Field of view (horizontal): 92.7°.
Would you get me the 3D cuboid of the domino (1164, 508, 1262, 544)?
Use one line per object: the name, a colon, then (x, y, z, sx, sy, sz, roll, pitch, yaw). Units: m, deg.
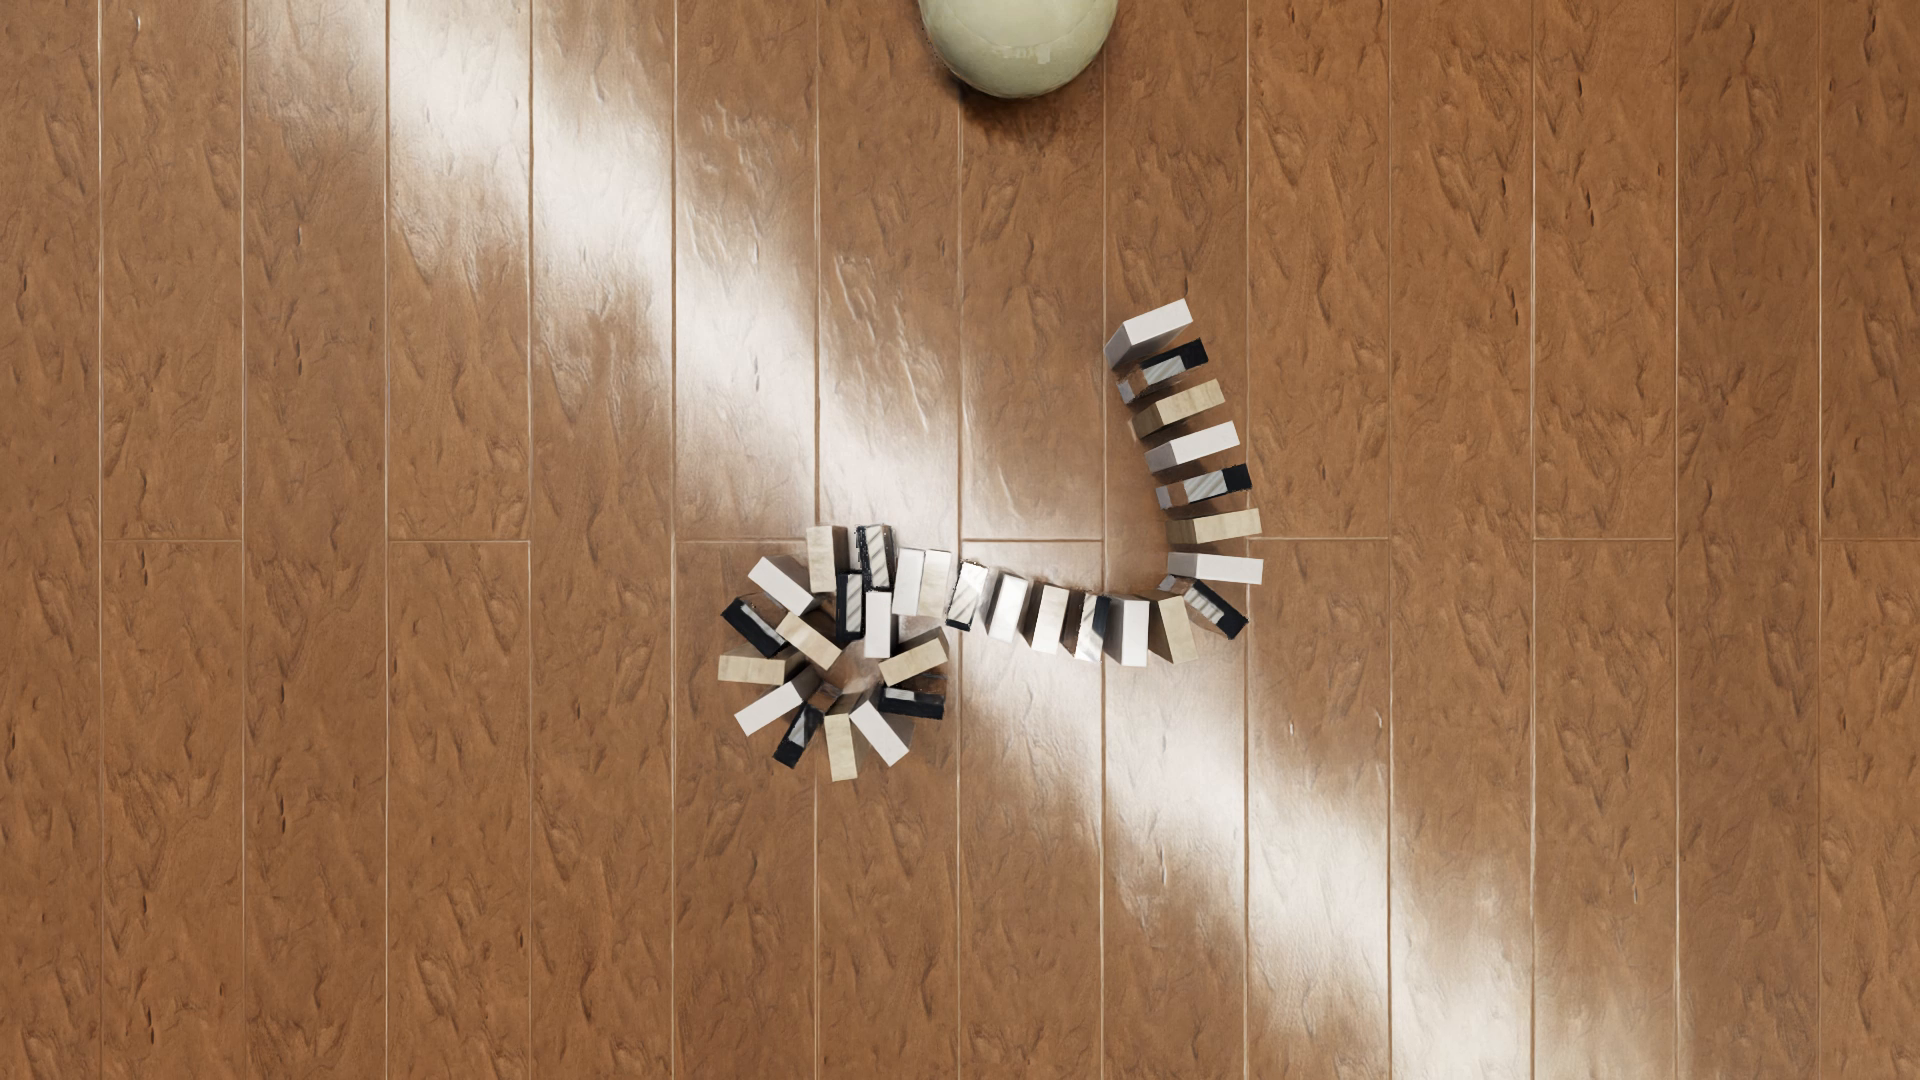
domino: (0.102, -0.005, 0.375, 0.025, 0.050, 0.009, -10, 90, 0)

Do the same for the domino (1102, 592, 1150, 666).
domino: (0.067, 0.036, 0.375, 0.010, 0.050, 0.025, 3, 90, 0)

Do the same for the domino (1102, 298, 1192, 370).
domino: (0.076, -0.083, 0.375, 0.025, 0.050, 0.009, -21, 90, 0)

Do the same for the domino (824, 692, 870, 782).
domino: (-0.046, 0.079, 0.375, 0.010, 0.050, 0.025, -8, 90, 0)

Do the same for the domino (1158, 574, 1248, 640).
domino: (0.098, 0.026, 0.375, 0.025, 0.050, 0.010, 40, 90, 0)

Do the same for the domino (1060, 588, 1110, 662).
domino: (0.051, 0.034, 0.375, 0.009, 0.050, 0.025, 10, 90, 0)

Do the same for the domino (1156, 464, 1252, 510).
domino: (0.098, -0.021, 0.375, 0.025, 0.050, 0.010, -16, 90, 0)

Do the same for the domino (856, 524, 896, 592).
domino: (-0.033, 0.007, 0.375, 0.010, 0.050, 0.025, -8, 90, 0)

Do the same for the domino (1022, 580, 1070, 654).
domino: (0.034, 0.030, 0.375, 0.010, 0.050, 0.025, 12, 90, 0)

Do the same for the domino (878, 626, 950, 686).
domino: (-0.018, 0.047, 0.375, 0.025, 0.050, 0.009, -24, 90, 0)

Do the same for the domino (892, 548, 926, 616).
domino: (-0.020, 0.016, 0.375, 0.010, 0.050, 0.025, 8, 90, 0)

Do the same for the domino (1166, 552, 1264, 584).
domino: (0.103, 0.011, 0.375, 0.025, 0.050, 0.010, 5, 90, 0)

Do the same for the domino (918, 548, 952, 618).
domino: (-0.010, 0.017, 0.375, 0.010, 0.050, 0.025, 8, 90, 0)

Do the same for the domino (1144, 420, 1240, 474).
domino: (0.094, -0.037, 0.375, 0.025, 0.050, 0.010, -18, 90, 0)

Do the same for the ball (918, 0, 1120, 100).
ball: (0.023, -0.218, 0.360, 0.080, 0.080, 0.080, 0, 90, 0)

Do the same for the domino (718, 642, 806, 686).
domino: (-0.080, 0.050, 0.375, 0.025, 0.050, 0.010, 5, 90, 0)

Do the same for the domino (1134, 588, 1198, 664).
domino: (0.083, 0.034, 0.375, 0.009, 0.050, 0.025, -14, 90, 0)

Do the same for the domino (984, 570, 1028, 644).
domino: (0.018, 0.026, 0.375, 0.009, 0.050, 0.025, 15, 90, 0)

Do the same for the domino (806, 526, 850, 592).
domino: (-0.053, 0.007, 0.375, 0.009, 0.050, 0.025, -4, 90, 0)

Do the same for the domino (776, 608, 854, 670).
domino: (-0.058, 0.039, 0.375, 0.025, 0.050, 0.010, 38, 90, 0)

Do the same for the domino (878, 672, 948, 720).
domino: (-0.019, 0.063, 0.375, 0.025, 0.050, 0.010, 8, 90, 0)

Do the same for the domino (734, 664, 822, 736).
domino: (-0.073, 0.064, 0.375, 0.025, 0.050, 0.009, -31, 90, 0)

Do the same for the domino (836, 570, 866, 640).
domino: (-0.043, 0.026, 0.375, 0.009, 0.050, 0.025, 1, 90, 0)

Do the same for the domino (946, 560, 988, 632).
domino: (0.003, 0.022, 0.375, 0.009, 0.050, 0.025, 16, 90, 0)

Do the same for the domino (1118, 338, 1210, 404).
domino: (0.082, -0.068, 0.375, 0.025, 0.050, 0.010, -22, 90, 0)

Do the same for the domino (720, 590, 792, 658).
domino: (-0.079, 0.034, 0.375, 0.025, 0.050, 0.010, 43, 90, 0)

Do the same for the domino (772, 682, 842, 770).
domino: (-0.062, 0.074, 0.375, 0.010, 0.050, 0.025, 30, 90, 0)

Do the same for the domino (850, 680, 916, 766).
domino: (-0.031, 0.074, 0.375, 0.009, 0.050, 0.025, -39, 90, 0)

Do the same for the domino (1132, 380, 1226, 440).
domino: (0.088, -0.053, 0.375, 0.025, 0.050, 0.009, -21, 90, 0)

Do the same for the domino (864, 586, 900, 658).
domino: (-0.031, 0.032, 0.375, 0.009, 0.050, 0.025, 2, 90, 0)

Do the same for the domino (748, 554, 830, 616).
domino: (-0.069, 0.018, 0.375, 0.025, 0.050, 0.010, 39, 90, 0)
